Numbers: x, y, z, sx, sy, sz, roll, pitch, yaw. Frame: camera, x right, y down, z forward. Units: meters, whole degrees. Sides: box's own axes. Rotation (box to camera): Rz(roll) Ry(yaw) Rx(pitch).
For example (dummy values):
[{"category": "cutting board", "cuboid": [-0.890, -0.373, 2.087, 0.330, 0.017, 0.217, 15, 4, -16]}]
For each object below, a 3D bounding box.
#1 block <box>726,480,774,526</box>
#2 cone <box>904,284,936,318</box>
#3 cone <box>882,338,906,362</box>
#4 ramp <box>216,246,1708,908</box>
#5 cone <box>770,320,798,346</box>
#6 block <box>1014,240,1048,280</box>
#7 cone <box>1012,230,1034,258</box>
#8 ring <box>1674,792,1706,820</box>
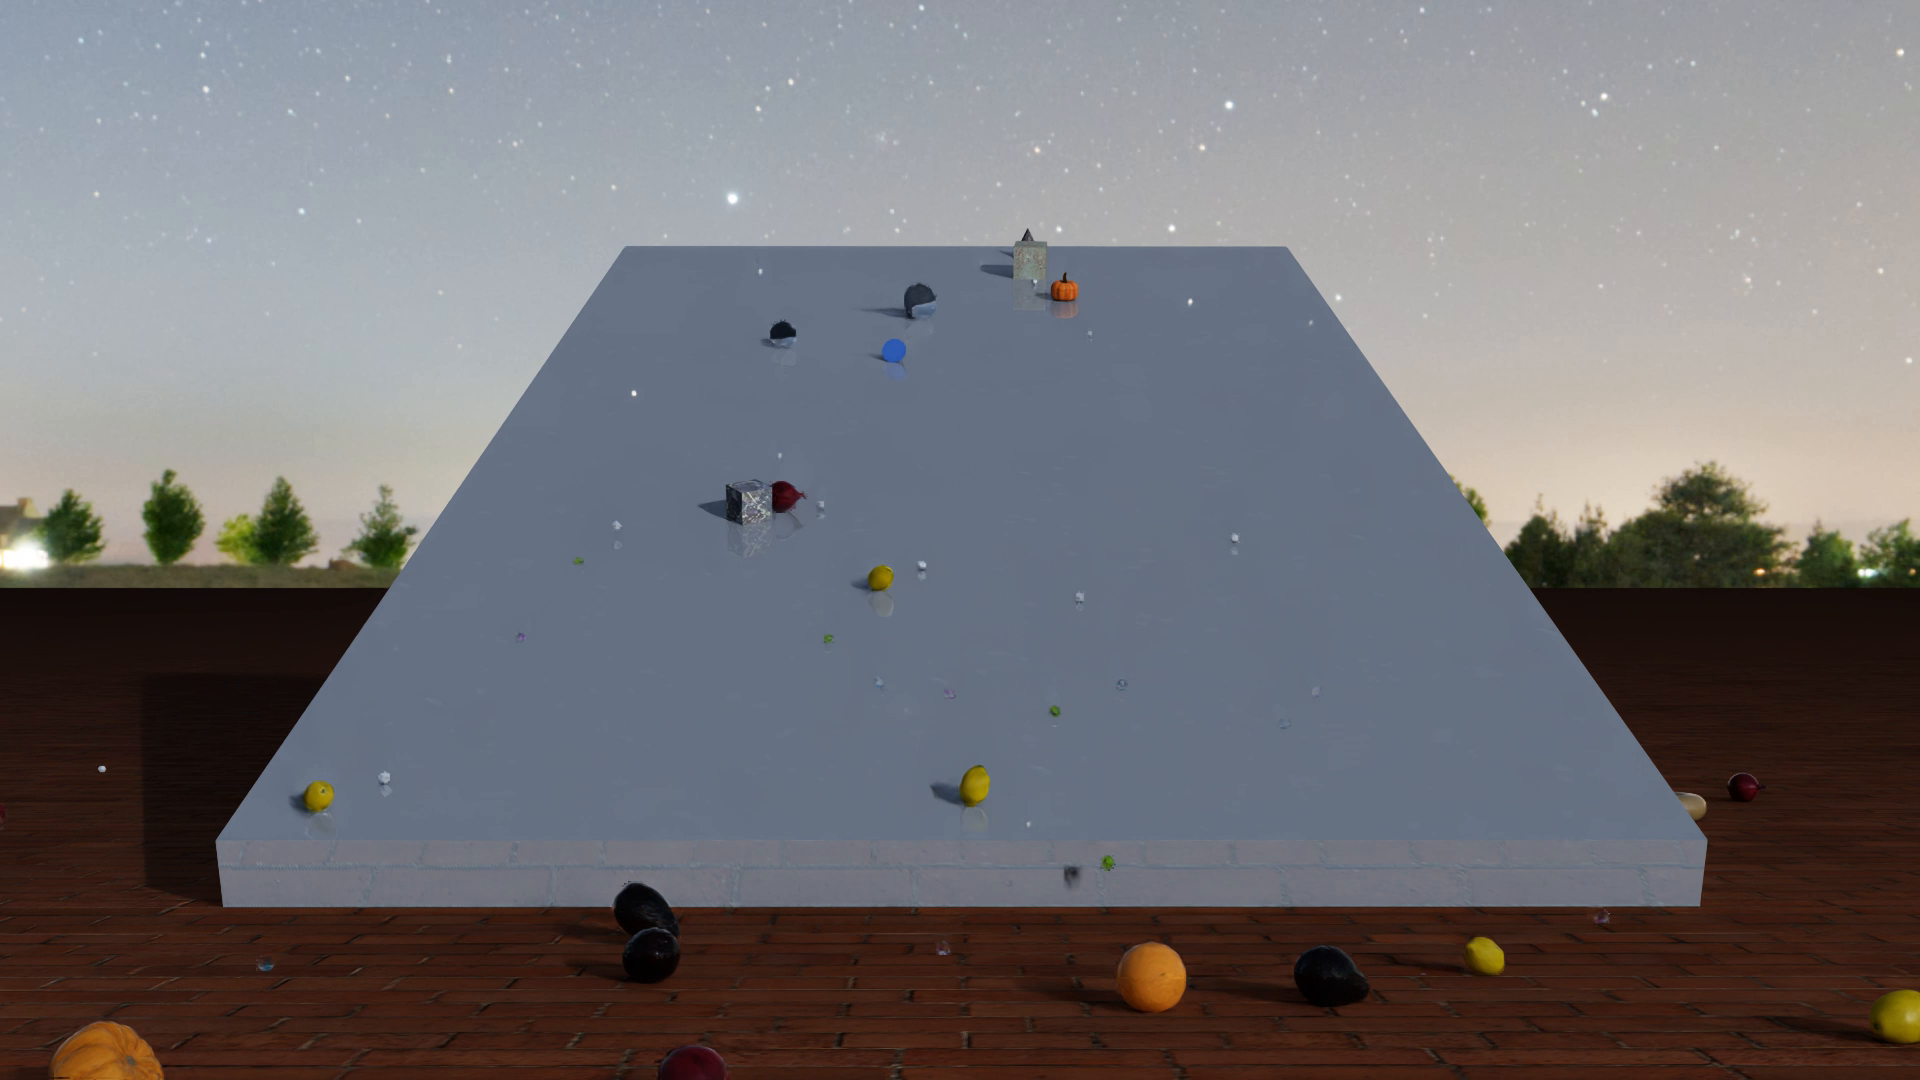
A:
[{"category": "block", "cuboid": [-0.403, -0.072, 4.304, 0.065, 0.065, 0.065, -12, 22, -31]}, {"category": "cone", "cuboid": [-0.124, -0.617, 5.938, 0.095, 0.095, 0.095, 1, -10, -26]}, {"category": "cone", "cuboid": [-0.152, -0.455, 5.488, 0.060, 0.060, 0.060, 0, -12, 13]}, {"category": "ramp", "cuboid": [-0.004, -0.196, 4.923, 2.000, 0.100, 4.000, 0, 19, 0]}, {"category": "cone", "cuboid": [-0.445, -0.506, 5.631, 0.067, 0.067, 0.067, 0, -16, -12]}, {"category": "block", "cuboid": [0.200, -0.795, 6.386, 0.091, 0.091, 0.091, 1, 19, 4]}, {"category": "cone", "cuboid": [0.200, -0.877, 6.632, 0.088, 0.088, 0.088, 0, 19, 0]}, {"category": "ring", "cuboid": [1.304, 0.494, 4.160, 0.148, 0.049, 0.148, 0, -2, 0]}]
